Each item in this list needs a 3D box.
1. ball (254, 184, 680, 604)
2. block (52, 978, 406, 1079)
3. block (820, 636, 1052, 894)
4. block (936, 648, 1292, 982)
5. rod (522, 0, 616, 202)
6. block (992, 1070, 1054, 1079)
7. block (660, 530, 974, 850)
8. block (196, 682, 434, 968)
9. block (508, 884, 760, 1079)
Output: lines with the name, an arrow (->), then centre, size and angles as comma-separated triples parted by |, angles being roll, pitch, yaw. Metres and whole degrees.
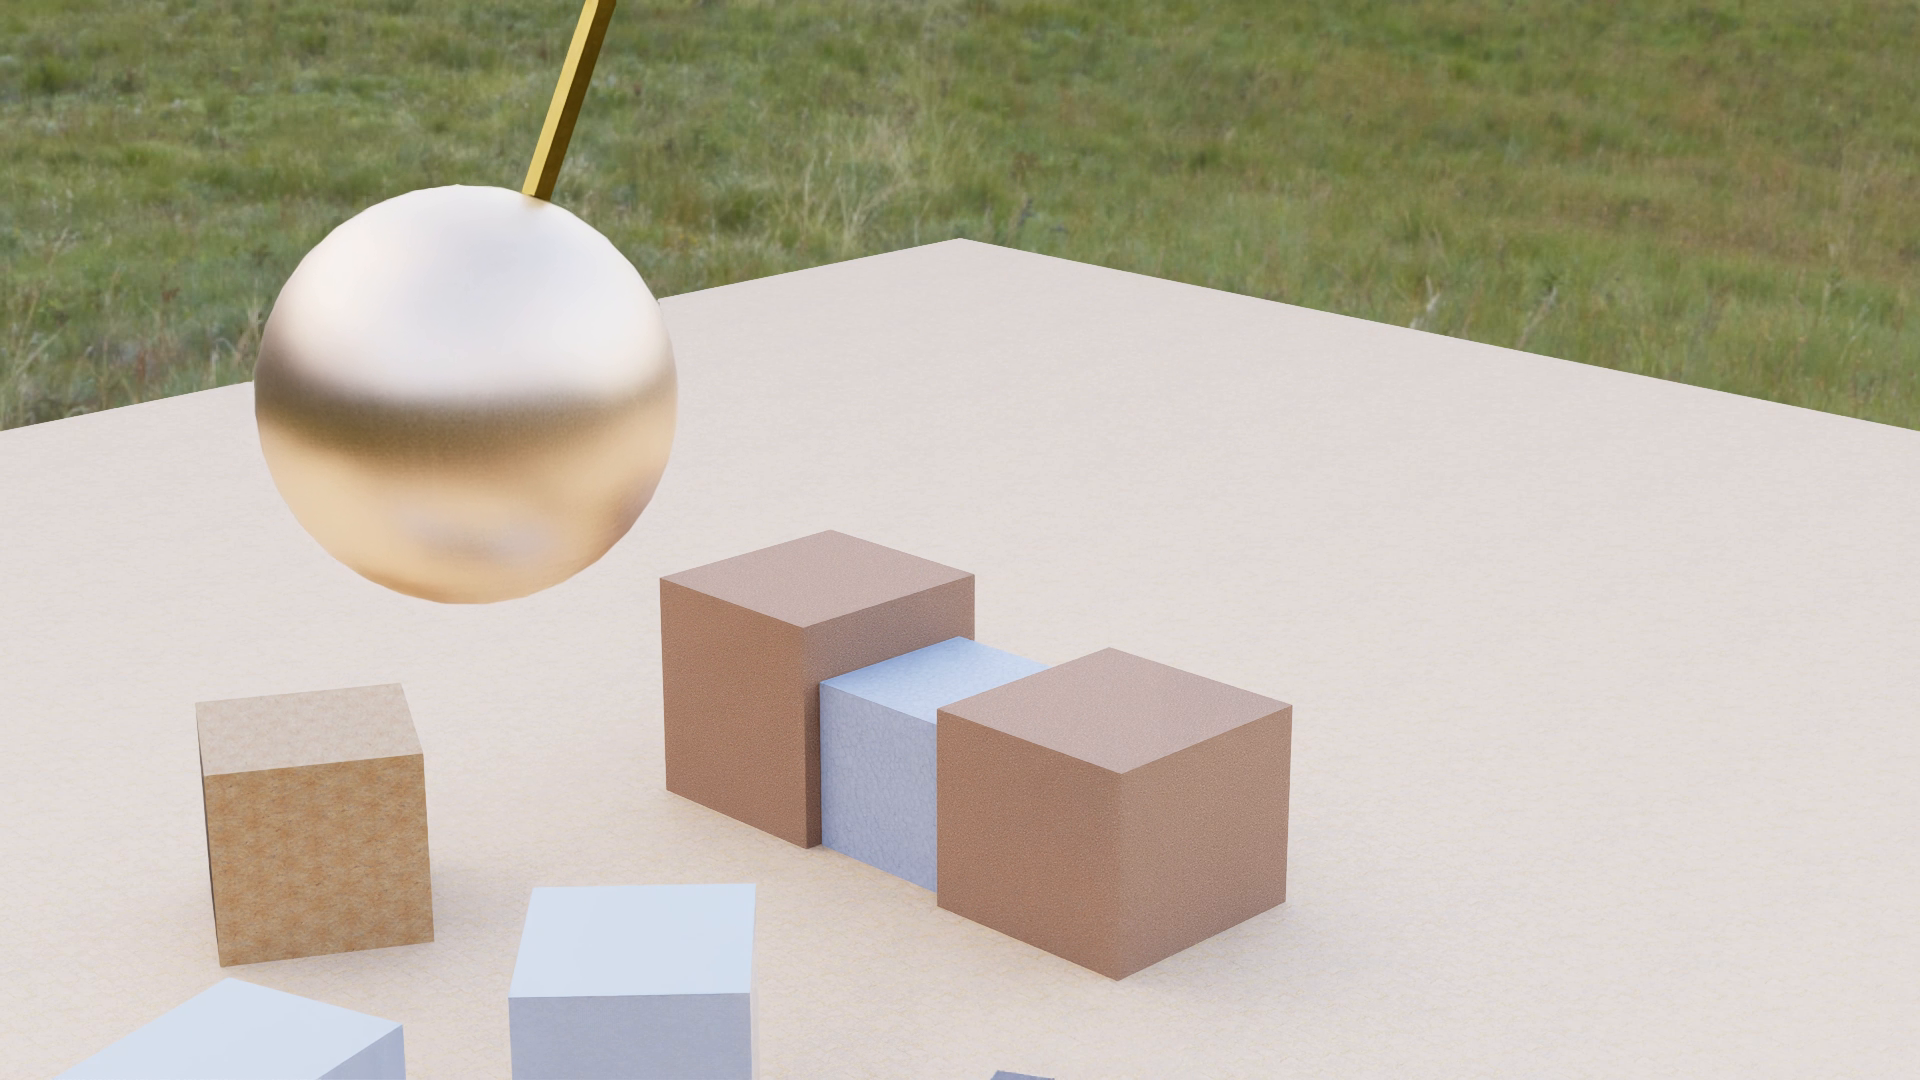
ball -> -1.876, -0.552, 11.201 | 1.600, 1.600, 1.600 | 0, 17, 0
block -> -2.523, 2.138, 10.240 | 0.794, 0.780, 0.896 | 9, 20, 26
block -> -0.026, 1.039, 13.678 | 0.911, 0.815, 0.852 | -17, 24, -42
block -> 0.680, 1.182, 13.009 | 1.082, 0.944, 1.133 | 16, 24, 42
rod -> -0.813, -3.780, 11.301 | 0.080, 5.200, 0.080 | 17, -2, 42
block -> 0.324, 2.293, 9.902 | 0.628, 0.688, 0.653 | 6, 18, 18
block -> -0.687, 0.698, 14.291 | 1.114, 1.099, 1.032 | -17, 24, -42
block -> -2.853, 1.238, 12.937 | 0.909, 0.881, 0.908 | -5, 18, -16
block -> -1.190, 1.877, 10.941 | 0.852, 0.859, 0.943 | -1, 17, -2
